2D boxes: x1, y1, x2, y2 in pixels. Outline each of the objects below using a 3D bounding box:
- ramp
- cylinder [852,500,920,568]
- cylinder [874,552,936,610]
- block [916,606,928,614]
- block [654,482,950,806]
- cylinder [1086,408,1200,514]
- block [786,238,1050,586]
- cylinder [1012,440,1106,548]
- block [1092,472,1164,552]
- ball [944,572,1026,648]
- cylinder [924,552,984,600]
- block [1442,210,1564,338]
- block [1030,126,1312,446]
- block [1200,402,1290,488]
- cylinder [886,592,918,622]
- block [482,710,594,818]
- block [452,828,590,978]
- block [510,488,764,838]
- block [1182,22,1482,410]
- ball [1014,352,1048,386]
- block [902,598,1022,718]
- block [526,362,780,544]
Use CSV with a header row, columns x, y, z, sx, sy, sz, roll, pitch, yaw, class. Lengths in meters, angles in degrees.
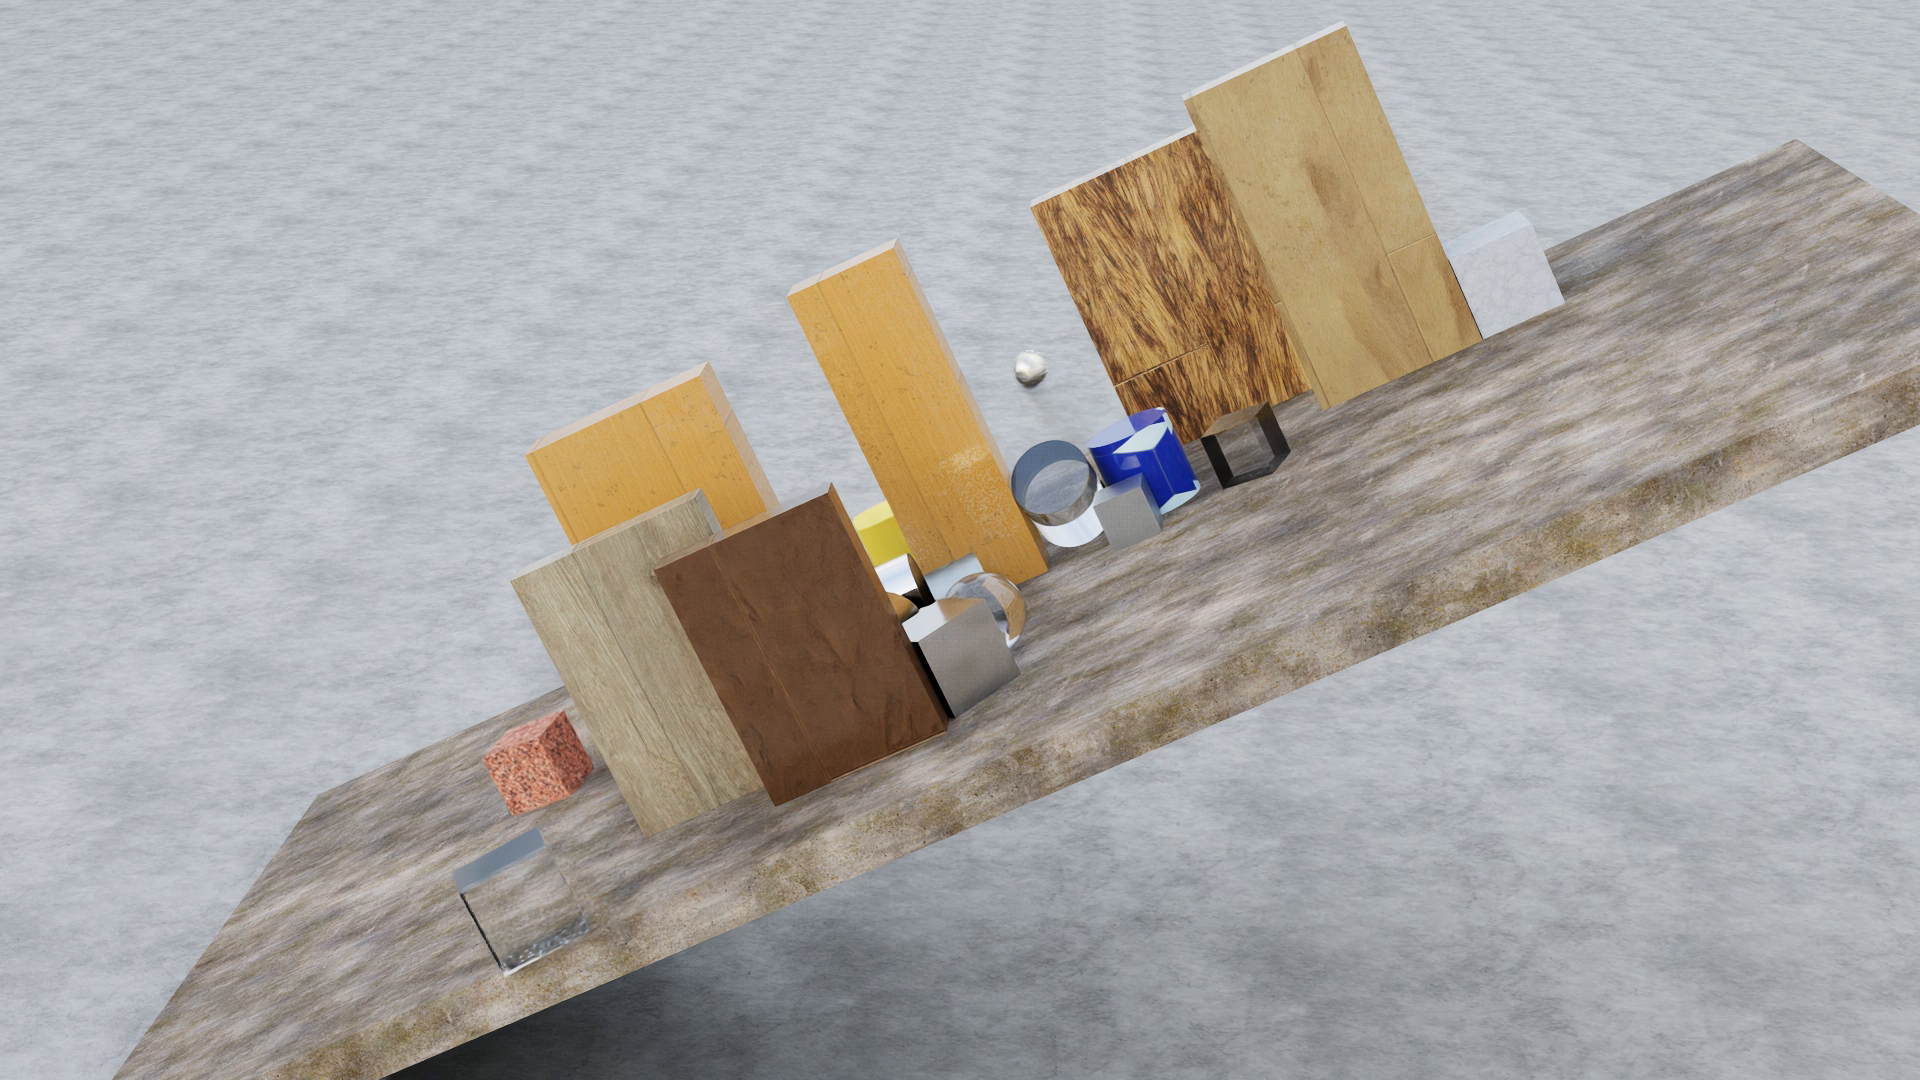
x,y,z,sx,sy,sz,roll,pitch,yaw,class
0.135,0.169,6.282,4.000,0.100,2.000,-24,13,9,ramp
-0.138,0.021,6.721,0.194,0.194,0.194,-25,13,6,cylinder
-0.158,0.151,6.267,0.189,0.189,0.189,-25,14,6,cylinder
-0.030,0.191,6.051,0.105,0.105,0.105,-20,14,24,block
-0.299,0.201,5.603,0.365,0.520,0.082,-24,13,9,block
0.402,-0.163,6.429,0.188,0.188,0.188,-25,13,6,cylinder
-0.085,-0.241,6.347,0.251,0.777,0.127,-24,13,9,block
0.221,-0.100,6.392,0.176,0.176,0.176,7,-21,23,cylinder
0.359,-0.059,6.277,0.112,0.112,0.112,-23,13,12,block
0.048,0.150,5.918,0.172,0.172,0.172,0,16,0,ball
0.002,0.104,6.300,0.120,0.120,0.120,-26,17,0,cylinder
1.207,-0.594,6.566,0.194,0.194,0.194,-24,13,8,block
0.493,-0.570,6.800,0.422,0.655,0.101,-24,13,9,block
0.615,-0.204,6.329,0.124,0.124,0.124,-18,15,32,block
-0.174,0.219,6.068,0.173,0.173,0.173,5,23,16,cylinder
-0.929,0.492,6.482,0.150,0.150,0.150,-21,14,21,block
-0.822,0.676,5.507,0.179,0.179,0.179,-28,13,-9,block
-0.565,0.245,5.793,0.405,0.585,0.081,-24,13,9,block
0.823,-0.711,6.494,0.384,0.760,0.104,-24,13,9,block
0.298,-0.725,12.511,0.144,0.144,0.144,0,16,0,ball
-0.023,0.229,5.749,0.170,0.170,0.170,-33,15,-26,block
-0.547,0.054,6.143,0.402,0.746,0.141,-24,13,9,block
